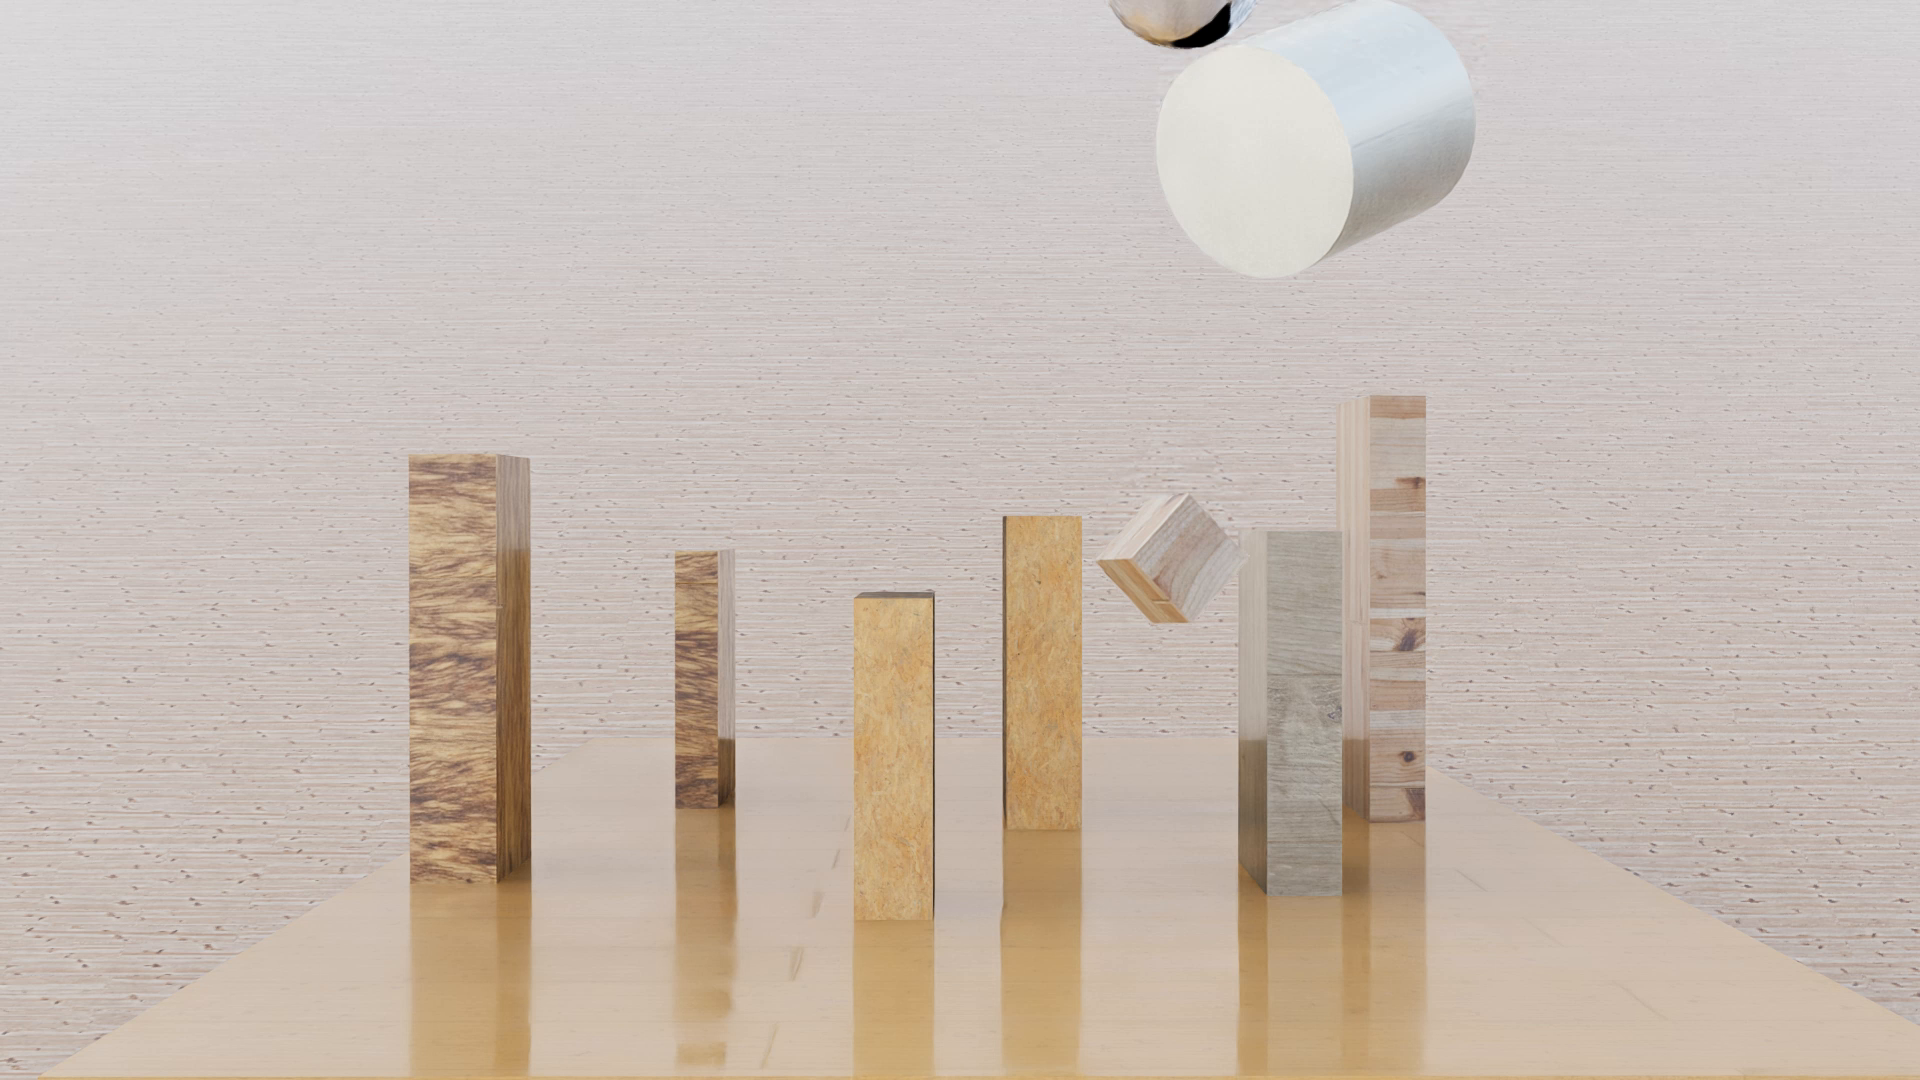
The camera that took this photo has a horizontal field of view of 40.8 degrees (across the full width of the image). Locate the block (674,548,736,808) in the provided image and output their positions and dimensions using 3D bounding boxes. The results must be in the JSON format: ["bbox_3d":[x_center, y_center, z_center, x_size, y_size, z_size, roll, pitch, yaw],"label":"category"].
[{"bbox_3d":[-0.512,0.270,5.212,0.083,0.500,0.398,0,1,0],"label":"block"}]

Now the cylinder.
[{"bbox_3d":[0.325,-0.369,2.358,0.209,0.209,0.209,22,33,34],"label":"cylinder"}]

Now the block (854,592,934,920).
[{"bbox_3d":[-0.094,0.307,3.786,0.111,0.452,0.314,0,1,0],"label":"block"}]

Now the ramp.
[{"bbox_3d":[0.064,0.575,4.618,2.000,0.100,4.000,0,1,0],"label":"ramp"}]

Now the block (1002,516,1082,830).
[{"bbox_3d":[0.152,0.238,4.899,0.136,0.567,0.441,0,1,0],"label":"block"}]

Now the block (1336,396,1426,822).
[{"bbox_3d":[0.808,0.126,4.984,0.103,0.790,0.423,0,1,0],"label":"block"}]

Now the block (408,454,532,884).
[{"bbox_3d":[-0.783,0.198,4.150,0.134,0.664,0.326,0,1,0],"label":"block"}]

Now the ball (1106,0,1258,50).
[{"bbox_3d":[0.195,-0.503,2.256,0.147,0.147,0.147,0,28,0],"label":"ball"}]

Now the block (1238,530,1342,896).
[{"bbox_3d":[0.514,0.257,4.053,0.112,0.545,0.396,0,1,0],"label":"block"}]

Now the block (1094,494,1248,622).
[{"bbox_3d":[0.252,0.023,3.097,0.107,0.107,0.107,-47,14,-16],"label":"block"}]
